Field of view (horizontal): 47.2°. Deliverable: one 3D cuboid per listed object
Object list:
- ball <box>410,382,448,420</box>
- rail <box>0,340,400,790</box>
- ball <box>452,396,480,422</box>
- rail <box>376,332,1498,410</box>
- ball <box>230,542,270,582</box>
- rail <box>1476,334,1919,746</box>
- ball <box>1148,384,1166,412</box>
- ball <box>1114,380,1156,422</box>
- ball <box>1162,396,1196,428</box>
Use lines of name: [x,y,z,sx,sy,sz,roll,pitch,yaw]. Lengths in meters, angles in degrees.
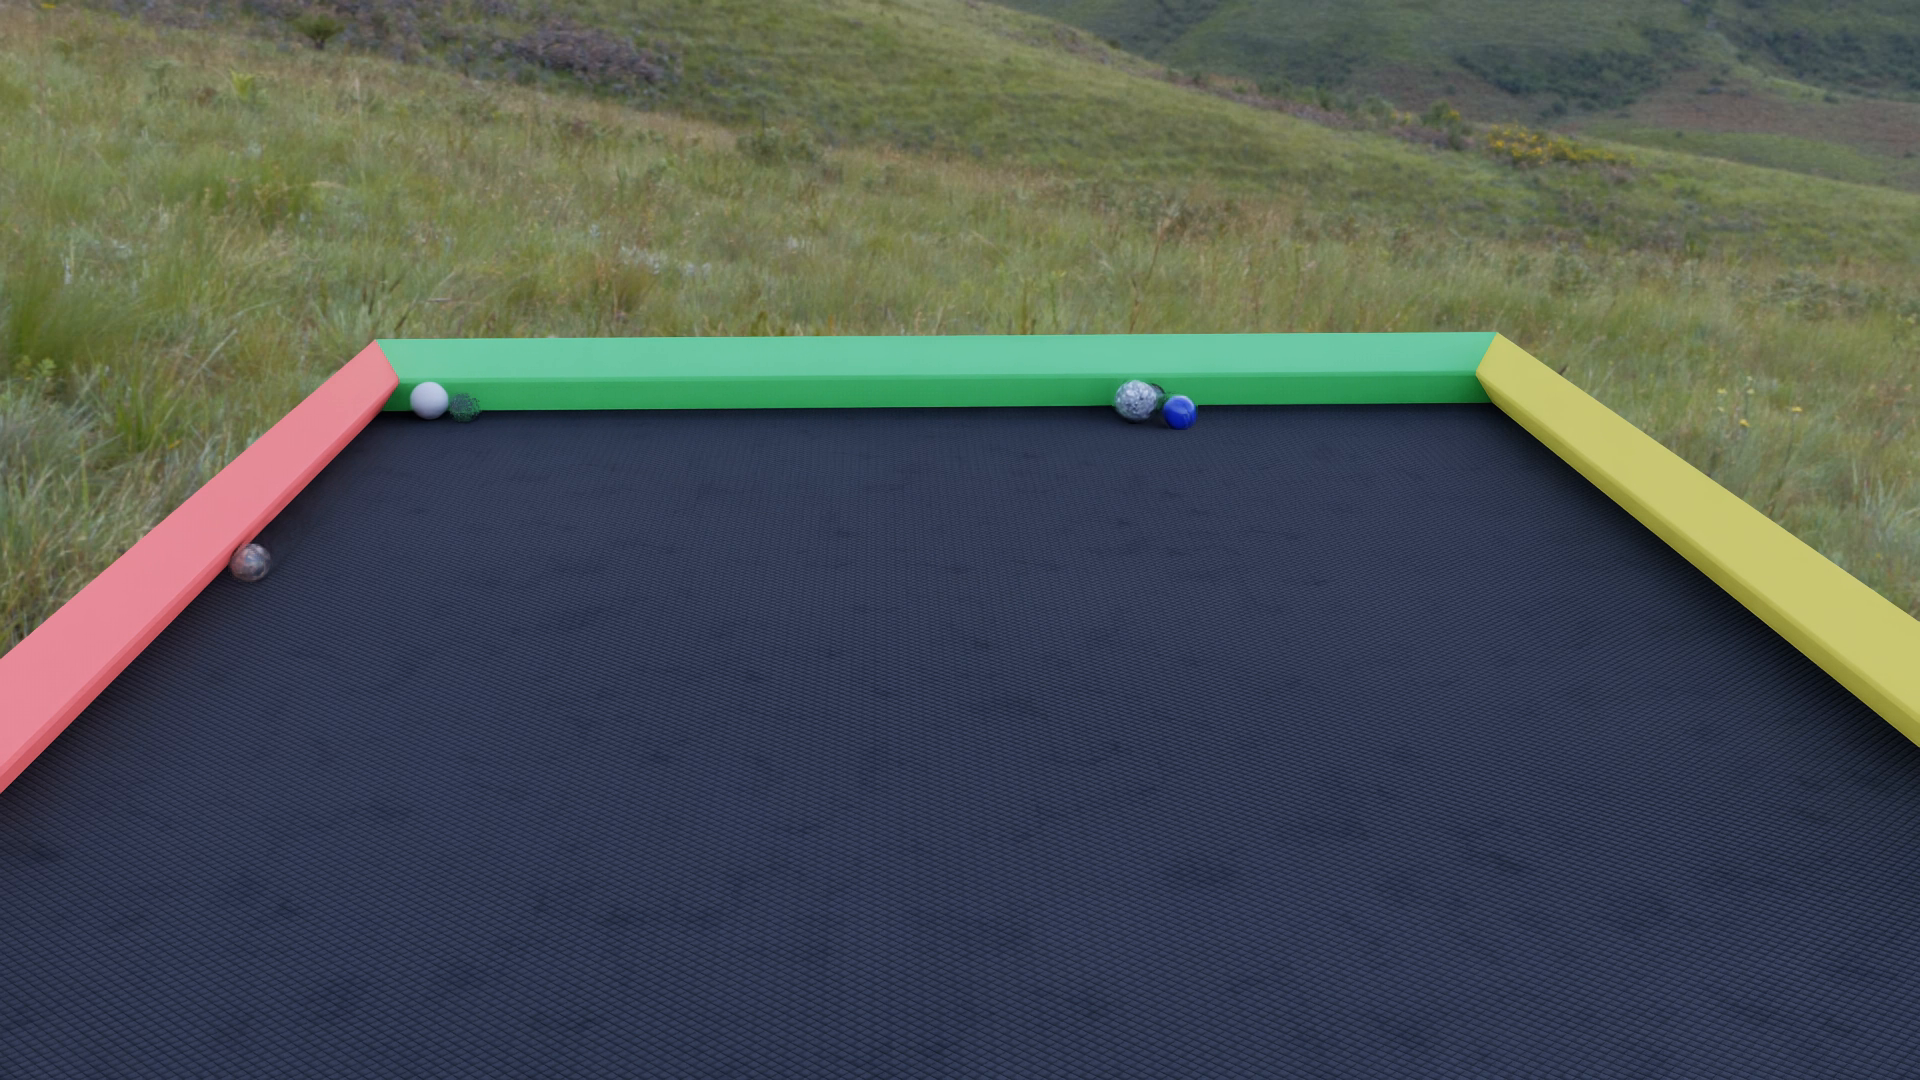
ball: [-0.855,-0.224,3.542,0.061,0.061,0.061,0,16,0]
rail: [-0.867,0.224,1.876,0.045,0.117,3.576,-1,16,-2]
ball: [-0.792,-0.210,3.522,0.044,0.044,0.044,0,16,0]
rail: [-0.030,-0.272,3.601,1.845,0.117,0.045,-1,16,-2]
ball: [-0.868,0.027,2.689,0.048,0.048,0.048,0,16,0]
rail: [0.929,0.206,1.936,0.045,0.117,3.576,-1,16,-2]
ball: [0.313,-0.232,3.591,0.048,0.048,0.048,0,16,0]
ball: [0.280,-0.222,3.521,0.068,0.068,0.068,0,16,0]
ball: [0.347,-0.203,3.480,0.053,0.053,0.053,0,16,0]
